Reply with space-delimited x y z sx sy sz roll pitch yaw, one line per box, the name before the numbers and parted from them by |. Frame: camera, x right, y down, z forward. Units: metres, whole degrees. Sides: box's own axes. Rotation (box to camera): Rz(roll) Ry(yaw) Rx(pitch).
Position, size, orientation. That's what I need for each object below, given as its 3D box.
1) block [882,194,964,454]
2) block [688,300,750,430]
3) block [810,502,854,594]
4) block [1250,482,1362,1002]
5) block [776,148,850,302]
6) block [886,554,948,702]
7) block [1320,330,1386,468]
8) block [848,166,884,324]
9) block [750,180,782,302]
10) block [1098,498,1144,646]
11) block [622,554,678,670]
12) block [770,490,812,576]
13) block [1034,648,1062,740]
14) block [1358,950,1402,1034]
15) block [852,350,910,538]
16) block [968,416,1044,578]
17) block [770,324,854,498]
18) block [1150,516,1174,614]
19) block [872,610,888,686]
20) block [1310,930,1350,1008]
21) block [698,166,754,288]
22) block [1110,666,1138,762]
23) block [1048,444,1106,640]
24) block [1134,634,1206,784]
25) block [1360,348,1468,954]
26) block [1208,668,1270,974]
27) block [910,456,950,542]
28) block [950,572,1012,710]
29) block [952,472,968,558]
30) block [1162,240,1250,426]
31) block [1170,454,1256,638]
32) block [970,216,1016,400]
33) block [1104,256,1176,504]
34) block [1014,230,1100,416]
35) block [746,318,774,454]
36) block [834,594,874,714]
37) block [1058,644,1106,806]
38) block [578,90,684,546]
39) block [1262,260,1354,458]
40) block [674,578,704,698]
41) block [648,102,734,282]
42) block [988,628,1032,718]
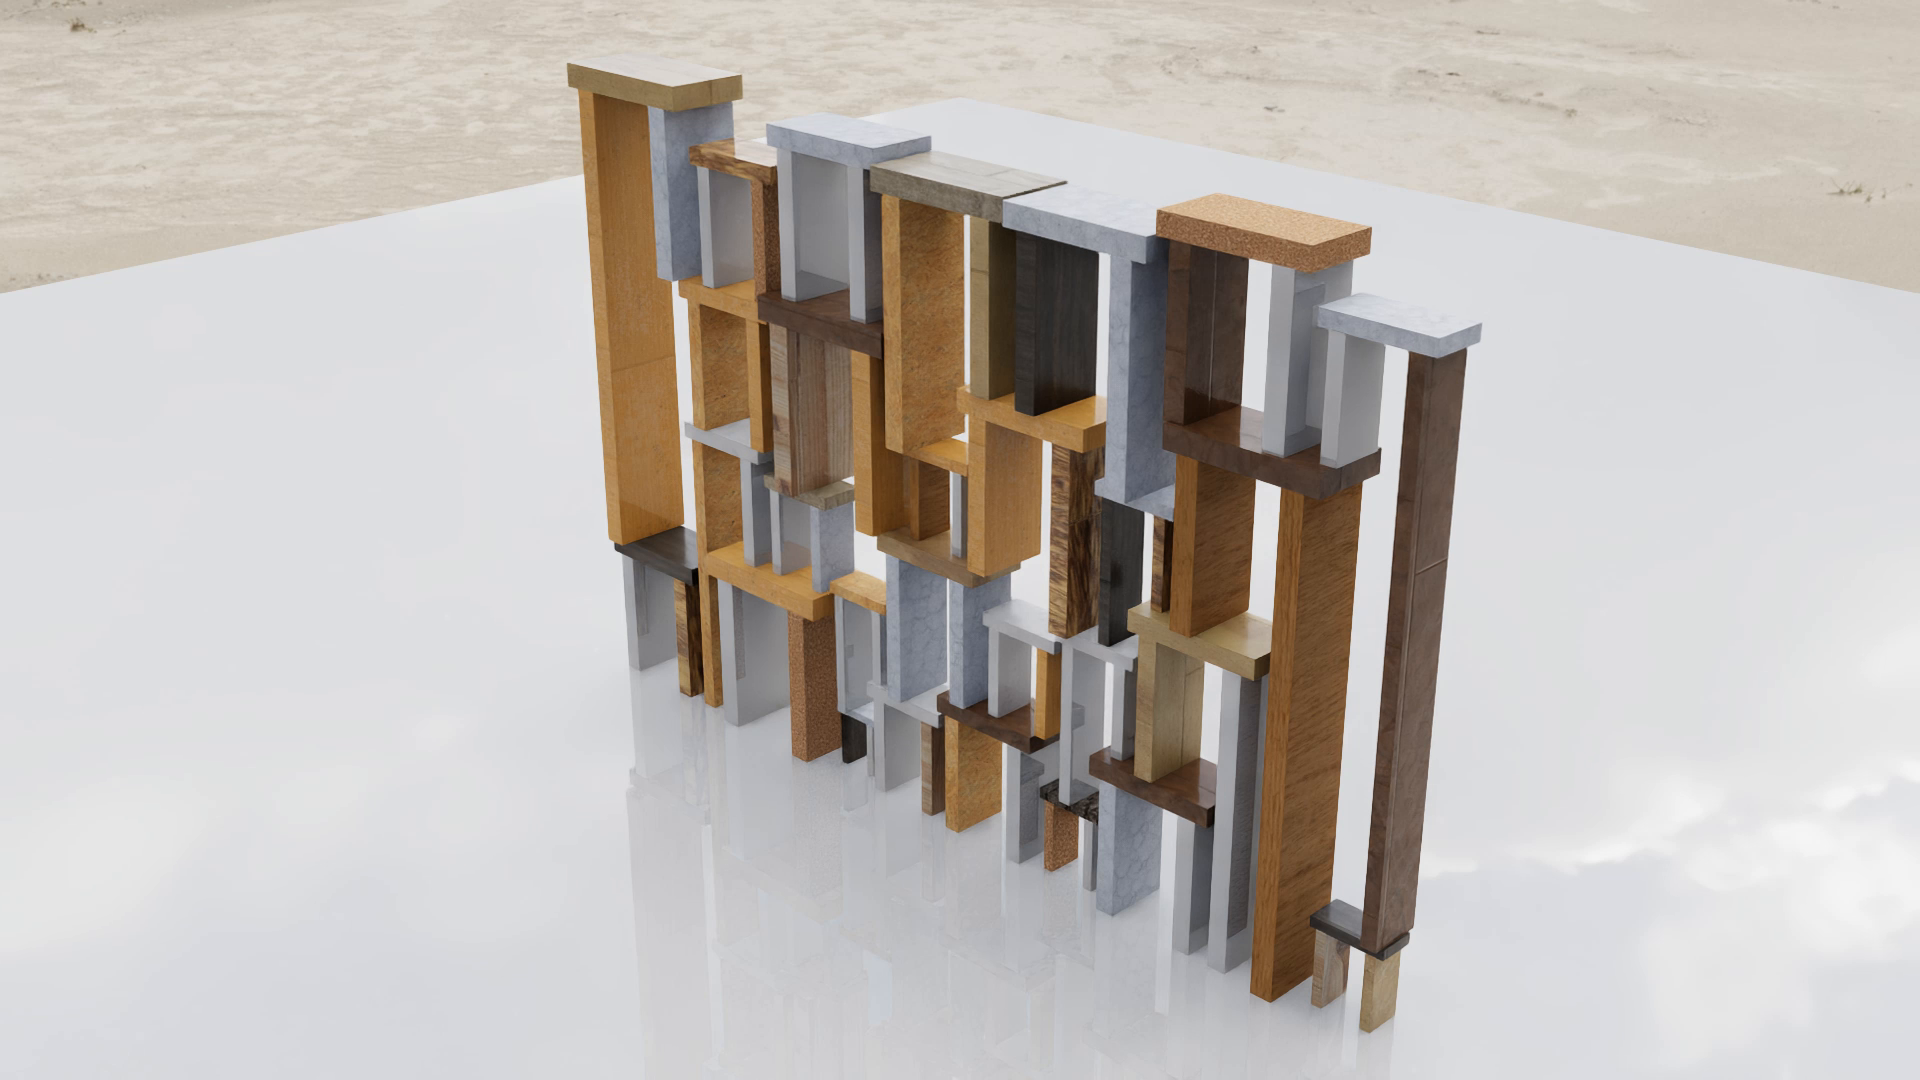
block | -0.066 -0.417 4.116 0.166 0.491 0.047 -21 31 -40
block | -0.498 -0.381 4.610 0.040 0.279 0.140 21 31 40
block | -0.261 0.007 4.509 0.094 0.188 0.027 -21 31 -41
block | 0.585 0.341 3.730 0.046 0.958 0.162 21 31 41
block | -0.281 -0.624 4.270 0.042 0.297 0.148 21 31 40
block | -0.085 0.157 4.383 0.037 0.314 0.132 21 31 41
block | 0.619 -0.234 3.456 0.111 0.222 0.031 -21 31 -41
block | -0.140 -0.569 4.141 0.042 0.297 0.148 21 31 40
block | -0.351 -0.599 4.349 0.035 0.247 0.123 21 31 40
block | 0.289 0.046 3.933 0.089 0.284 0.025 -22 31 -40
block | -0.700 0.147 5.055 0.040 0.282 0.141 21 31 41
block | -0.349 -0.028 4.590 0.094 0.188 0.027 -21 31 -41
block | 0.184 0.276 4.141 0.092 0.184 0.026 -21 32 -41
block | 0.721 0.762 3.770 0.022 0.153 0.077 21 31 41
block | -0.125 -0.207 4.271 0.050 0.370 0.177 21 31 40
block | 0.085 -0.101 4.097 0.044 0.310 0.155 21 31 40
block | -0.293 -0.280 4.422 0.050 0.355 0.177 21 31 41
block | 0.373 0.030 3.835 0.089 0.178 0.025 -21 31 -40
block | -0.140 0.207 4.460 0.023 0.162 0.081 21 31 40
block | 0.648 0.734 3.836 0.022 0.153 0.076 21 31 41
block | -0.468 -0.644 4.455 0.035 0.247 0.123 21 31 40
block | 0.318 0.301 4.005 0.027 0.187 0.094 21 31 40
block | 0.231 -0.017 3.974 0.044 0.368 0.155 21 31 41
block | 0.376 0.281 3.933 0.040 0.280 0.140 21 31 41
block | 0.723 0.190 3.521 0.031 1.051 0.111 21 31 41
block | 0.508 0.478 3.873 0.040 0.595 0.140 21 31 41
block | -0.057 -0.090 4.252 0.024 0.169 0.085 21 31 40
block | 0.039 0.183 4.258 0.037 0.264 0.132 21 31 41
block | 0.023 -0.060 4.180 0.024 0.169 0.085 21 31 40
block | 0.408 -0.357 3.636 0.155 0.310 0.044 -21 31 -41
block | 0.432 -0.010 3.746 0.046 0.323 0.162 21 31 41
block | 0.093 -0.431 3.943 0.047 0.331 0.166 21 31 41
block | 0.322 -0.288 3.742 0.163 0.429 0.046 -22 31 -40
block | 0.171 -0.396 3.865 0.163 0.327 0.046 -21 31 -41
block | -0.366 -0.330 4.490 0.040 0.279 0.139 21 31 40
block | -0.218 0.225 4.550 0.023 0.265 0.081 21 31 41
block | 0.229 0.332 4.115 0.027 0.331 0.094 21 31 40
block | -0.709 -0.484 4.785 0.050 1.011 0.177 21 31 41
block | 0.554 -0.300 3.501 0.044 0.310 0.155 21 31 41
block | -0.567 0.199 4.932 0.040 0.282 0.141 21 31 41
block | -0.543 -0.722 4.502 0.050 0.354 0.177 21 31 40
block | 0.097 0.241 4.222 0.026 0.185 0.092 22 31 40
